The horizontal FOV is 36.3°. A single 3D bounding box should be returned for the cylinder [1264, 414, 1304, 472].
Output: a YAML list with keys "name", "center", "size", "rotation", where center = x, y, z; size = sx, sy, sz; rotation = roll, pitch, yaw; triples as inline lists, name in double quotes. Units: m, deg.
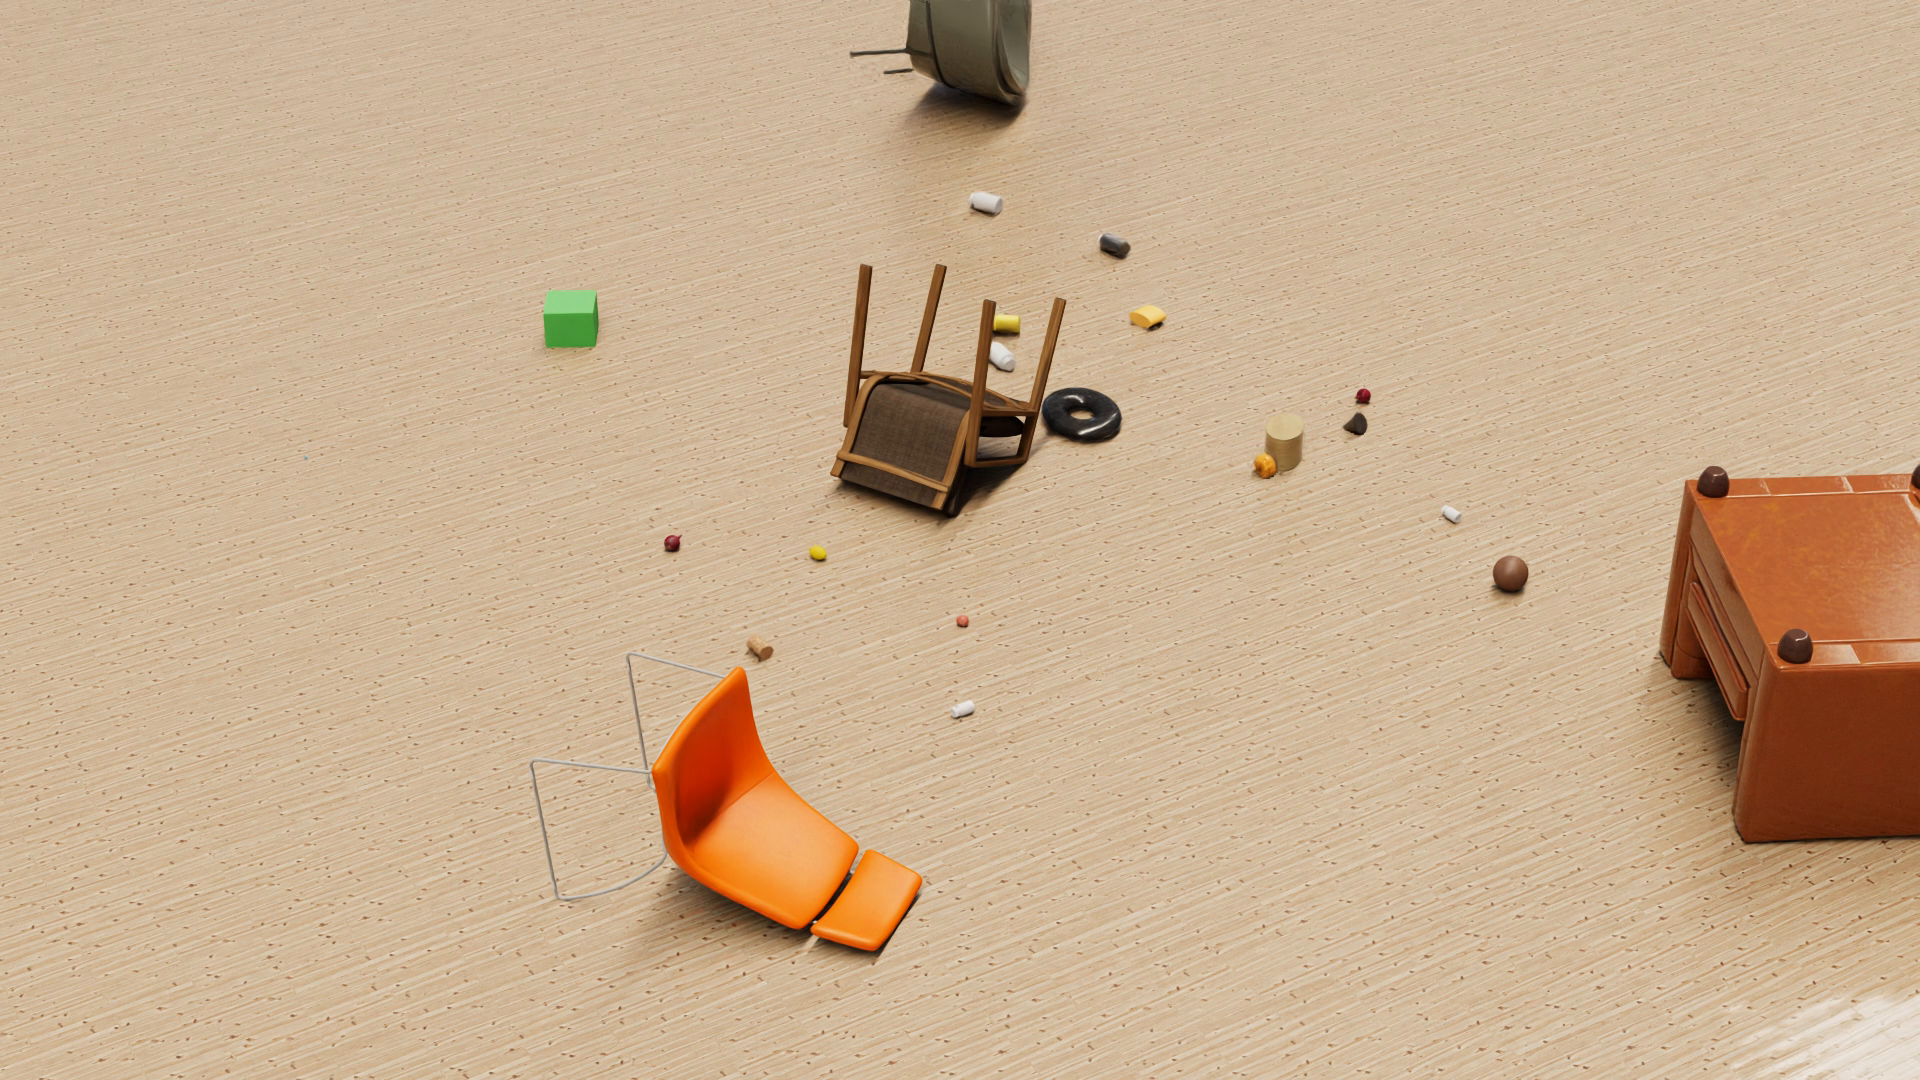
- name: "cylinder"
  center: [1.259, -0.380, 11.390]
  size: [0.143, 0.144, 0.205]
  rotation: [10, 35, 14]

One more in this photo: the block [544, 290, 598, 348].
- name: "block"
  center: [-1.617, -0.921, 12.196]
  size: [0.204, 0.160, 0.197]
  rotation: [-1, 33, -1]

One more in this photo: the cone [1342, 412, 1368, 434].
- name: "cone"
  center: [1.547, -0.456, 11.599]
  size: [0.086, 0.085, 0.109]
  rotation: [-13, -3, 37]

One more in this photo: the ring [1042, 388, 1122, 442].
- name: "ring"
  center: [0.482, -0.501, 11.647]
  size: [0.314, 0.066, 0.389]
  rotation: [-9, 34, -14]

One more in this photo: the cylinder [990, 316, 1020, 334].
- name: "cylinder"
  center: [0.189, -0.901, 12.226]
  size: [0.116, 0.111, 0.058]
  rotation: [5, 73, 7]

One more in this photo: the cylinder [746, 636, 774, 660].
- name: "cylinder"
  center: [-0.704, 0.379, 10.320]
  size: [0.058, 0.054, 0.084]
  rotation: [-30, 43, -23]
